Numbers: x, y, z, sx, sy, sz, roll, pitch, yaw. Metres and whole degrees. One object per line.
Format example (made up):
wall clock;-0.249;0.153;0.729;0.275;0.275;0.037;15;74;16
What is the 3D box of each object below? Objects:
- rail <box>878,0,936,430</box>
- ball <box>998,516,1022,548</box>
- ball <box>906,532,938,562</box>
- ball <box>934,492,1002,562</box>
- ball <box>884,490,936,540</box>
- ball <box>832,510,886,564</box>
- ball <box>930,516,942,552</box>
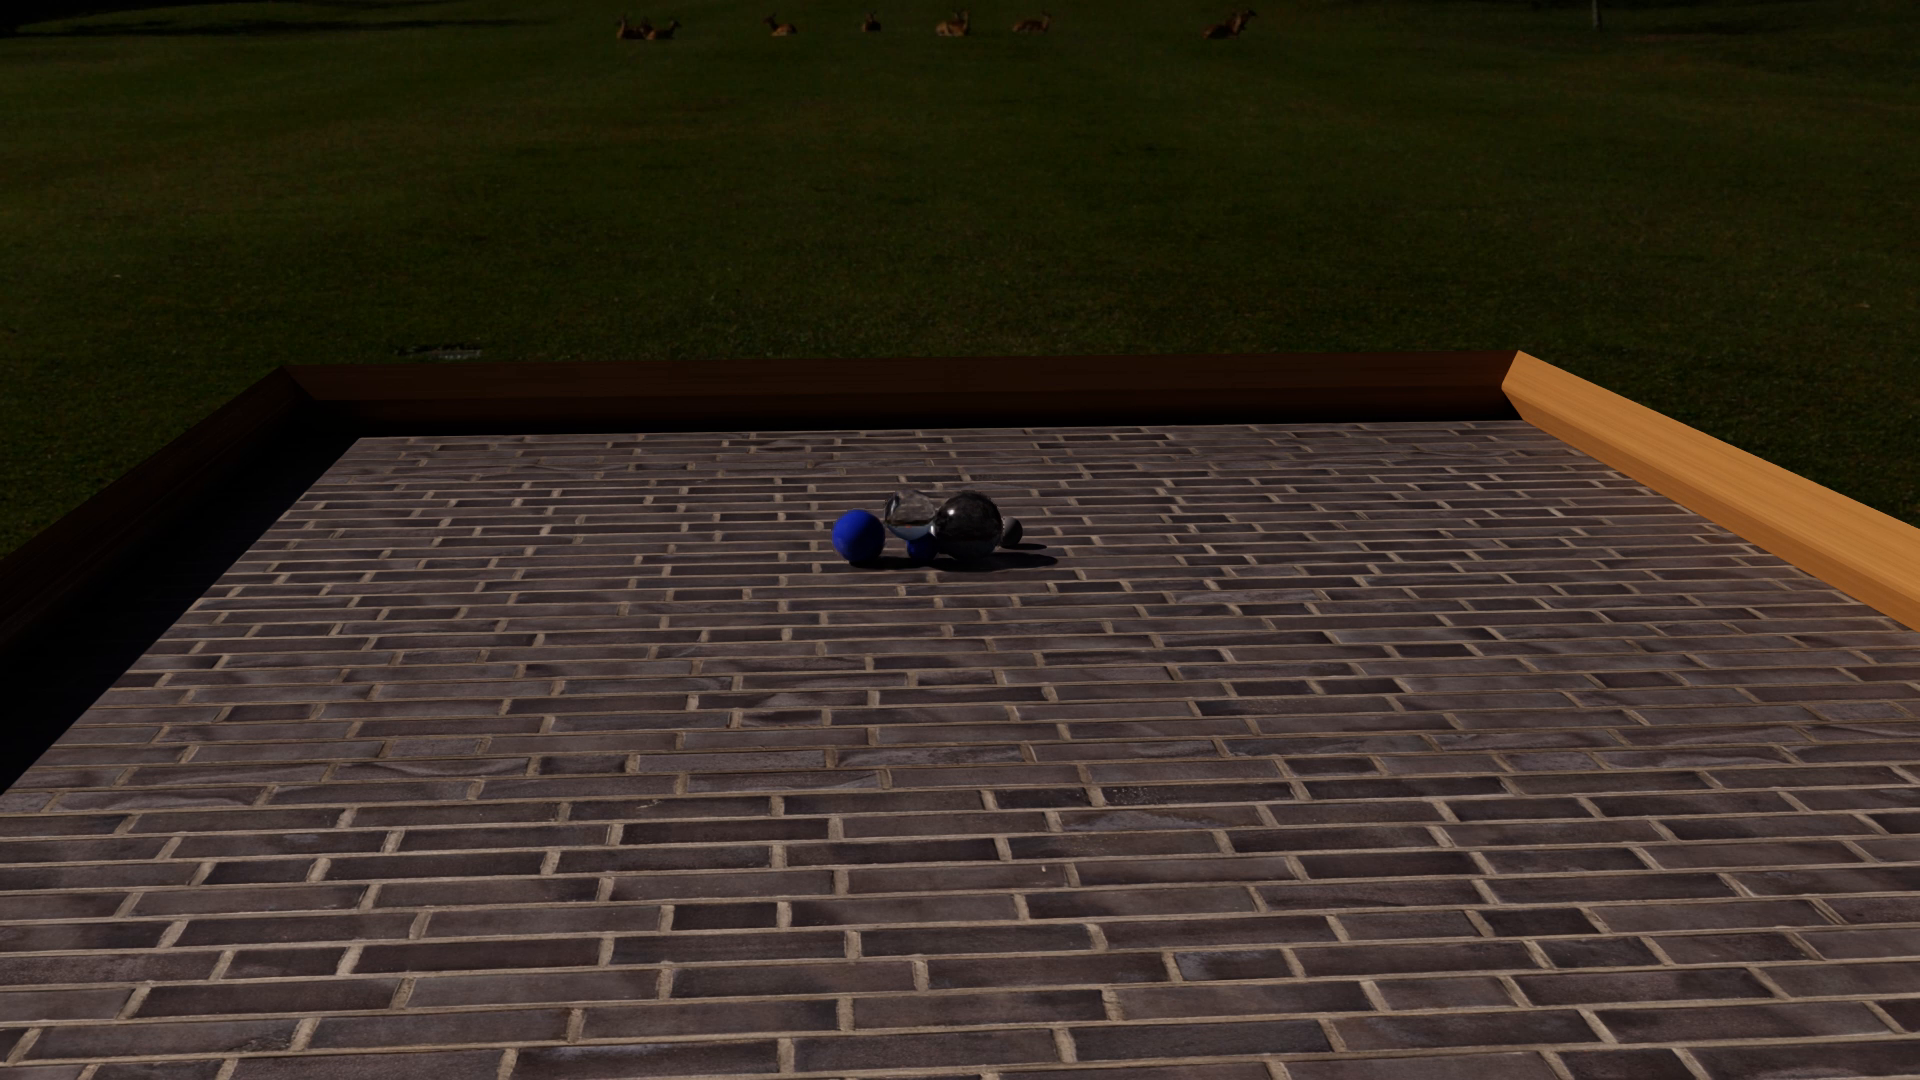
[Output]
rail;-0.081;-0.276;4.092;0.124;2.312;0.045;4;-7;-39
ball;0.068;-0.012;3.162;0.044;0.044;0.044;0;13;0
ball;-0.052;0.009;3.071;0.045;0.045;0.045;0;13;0
ball;0.012;-0.018;3.077;0.096;0.096;0.096;0;13;0
ball;-0.069;-0.034;3.038;0.070;0.070;0.070;0;13;0
ball;-0.140;-0.004;3.064;0.074;0.074;0.074;0;13;0
ball;-0.028;-0.010;3.138;0.051;0.051;0.051;0;13;0
